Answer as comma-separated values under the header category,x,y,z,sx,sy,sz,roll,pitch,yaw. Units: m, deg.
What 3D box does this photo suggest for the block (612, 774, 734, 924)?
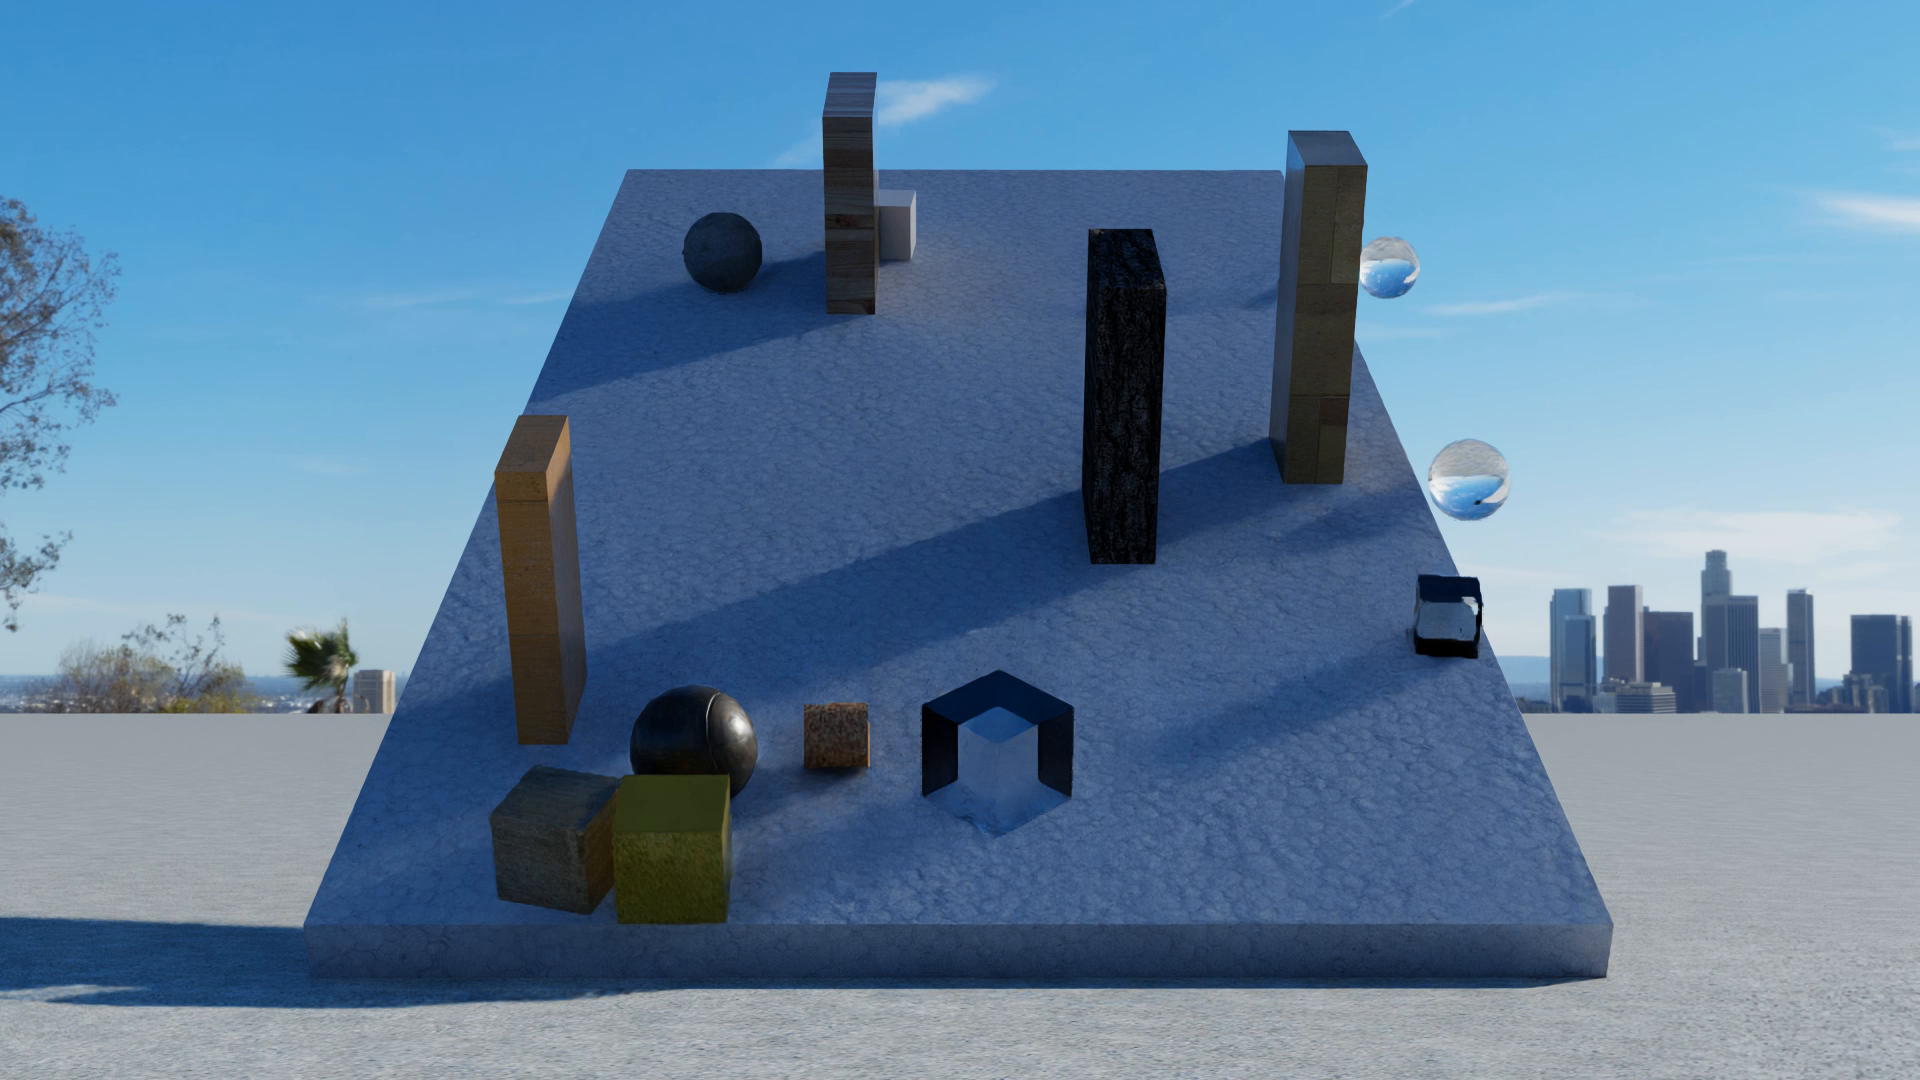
category,x,y,z,sx,sy,sz,roll,pitch,yaw
block,-0.441,0.476,3.620,0.165,0.165,0.165,0,25,-1

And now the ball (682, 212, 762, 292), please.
category,x,y,z,sx,sy,sz,roll,pitch,yaw
ball,-0.621,-0.755,6.150,0.209,0.209,0.209,0,-4,0

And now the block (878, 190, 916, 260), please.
category,x,y,z,sx,sy,sz,roll,pitch,yaw
block,-0.203,-0.869,6.459,0.151,0.151,0.151,2,26,4

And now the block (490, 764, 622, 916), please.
category,x,y,z,sx,sy,sz,roll,pitch,yaw
block,-0.620,0.465,3.654,0.154,0.154,0.154,7,26,14

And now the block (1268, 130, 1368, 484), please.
category,x,y,z,sx,sy,sz,roll,pitch,yaw
block,0.763,-0.497,5.035,0.128,0.709,0.259,0,25,0

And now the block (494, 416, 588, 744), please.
category,x,y,z,sx,sy,sz,roll,pitch,yaw
block,-0.722,0.068,4.067,0.085,0.514,0.245,0,25,0

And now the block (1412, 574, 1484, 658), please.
category,x,y,z,sx,sy,sz,roll,pitch,yaw
block,0.911,0.142,4.389,0.112,0.112,0.112,3,26,6

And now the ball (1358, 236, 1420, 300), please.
category,x,y,z,sx,sy,sz,roll,pitch,yaw
ball,1.161,-0.740,6.376,0.172,0.172,0.172,0,-4,0

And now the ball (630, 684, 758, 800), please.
category,x,y,z,sx,sy,sz,roll,pitch,yaw
ball,-0.437,0.342,3.849,0.209,0.209,0.209,0,-4,0

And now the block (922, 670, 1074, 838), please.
category,x,y,z,sx,sy,sz,roll,pitch,yaw
block,0.062,0.350,3.873,0.176,0.176,0.176,-22,33,-39

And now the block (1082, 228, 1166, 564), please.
category,x,y,z,sx,sy,sz,roll,pitch,yaw
block,0.327,-0.294,4.755,0.129,0.581,0.370,0,25,0

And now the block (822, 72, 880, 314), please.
category,x,y,z,sx,sy,sz,roll,pitch,yaw
block,-0.280,-0.907,6.114,0.124,0.517,0.440,0,25,0

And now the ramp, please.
category,x,y,z,sx,sy,sz,roll,pitch,yaw
ramp,-0.009,-0.229,5.410,2.000,0.100,4.000,0,25,0

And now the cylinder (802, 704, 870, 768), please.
category,x,y,z,sx,sy,sz,roll,pitch,yaw
cylinder,-0.209,0.332,3.986,0.108,0.108,0.108,-1,-4,-1

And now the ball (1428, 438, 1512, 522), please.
category,x,y,z,sx,sy,sz,roll,pitch,yaw
ball,1.102,-0.130,5.084,0.178,0.178,0.178,0,-4,0
